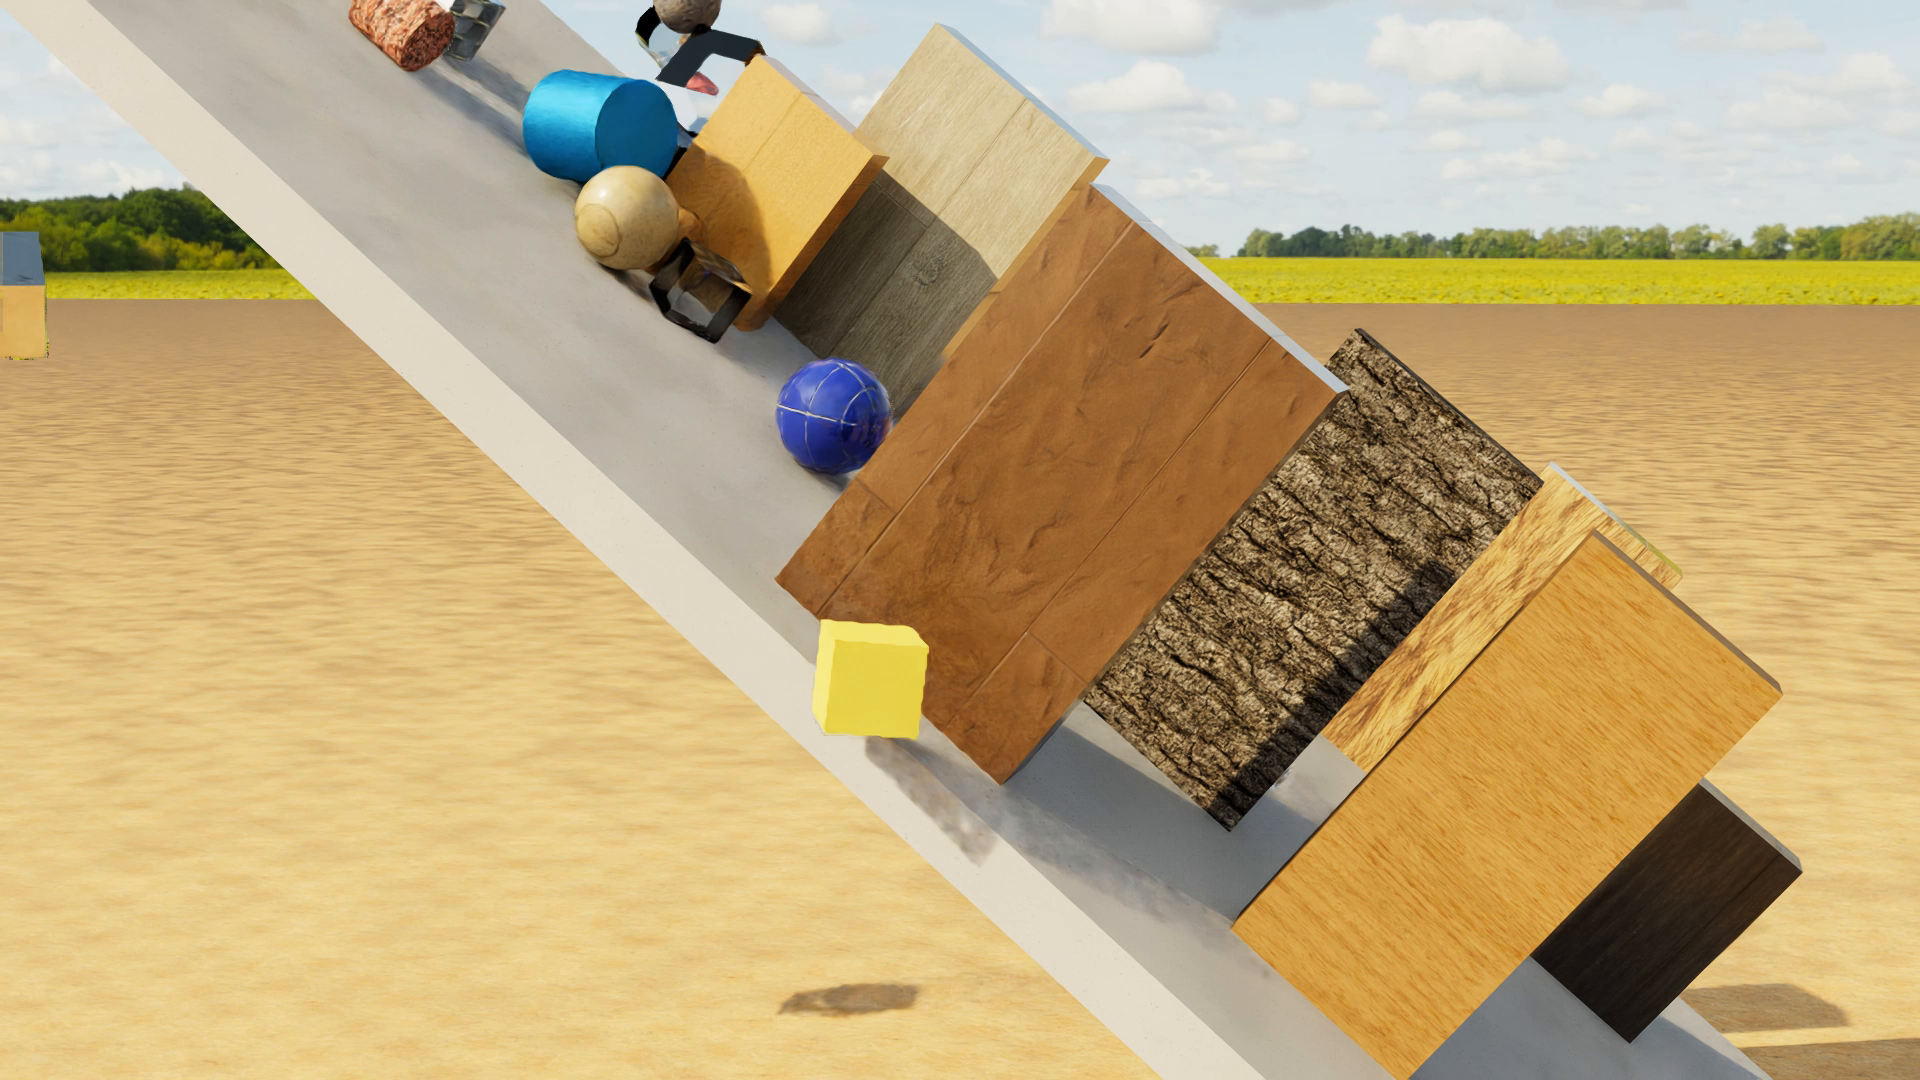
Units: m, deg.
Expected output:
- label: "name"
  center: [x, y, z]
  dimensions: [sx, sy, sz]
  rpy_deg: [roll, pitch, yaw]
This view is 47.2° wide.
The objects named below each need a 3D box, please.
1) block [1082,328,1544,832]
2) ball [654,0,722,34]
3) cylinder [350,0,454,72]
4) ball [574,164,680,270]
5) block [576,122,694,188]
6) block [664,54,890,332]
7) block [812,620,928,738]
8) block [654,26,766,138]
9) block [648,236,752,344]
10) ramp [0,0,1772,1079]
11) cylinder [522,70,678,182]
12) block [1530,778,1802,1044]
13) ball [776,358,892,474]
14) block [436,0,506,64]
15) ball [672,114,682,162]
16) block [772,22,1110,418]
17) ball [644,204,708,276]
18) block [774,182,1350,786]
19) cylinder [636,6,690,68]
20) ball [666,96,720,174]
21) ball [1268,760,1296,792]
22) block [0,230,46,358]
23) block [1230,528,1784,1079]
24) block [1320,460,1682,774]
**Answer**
- label: "block"
  center: [0.551, 0.071, 3.618]
  dimensions: [0.384, 0.766, 0.080]
  rpy_deg: [42, 16, 9]
- label: "ball"
  center: [-0.549, -1.090, 4.434]
  dimensions: [0.139, 0.139, 0.139]
  rpy_deg: [0, 7, 0]
- label: "cylinder"
  center: [-1.032, -0.961, 4.066]
  dimensions: [0.134, 0.134, 0.134]
  rpy_deg: [42, 17, 9]
- label: "ball"
  center: [-0.588, -0.568, 3.882]
  dimensions: [0.185, 0.185, 0.185]
  rpy_deg: [0, 7, 0]
- label: "block"
  center: [-0.634, -0.744, 4.268]
  dimensions: [0.178, 0.178, 0.178]
  rpy_deg: [48, 18, 26]
- label: "block"
  center: [-0.380, -0.651, 4.144]
  dimensions: [0.295, 0.419, 0.097]
  rpy_deg: [42, 16, 9]
- label: "block"
  center: [-0.122, 0.186, 2.955]
  dimensions: [0.125, 0.125, 0.125]
  rpy_deg: [5, 9, -12]
- label: "block"
  center: [-0.477, -0.897, 4.379]
  dimensions: [0.158, 0.158, 0.158]
  rpy_deg: [20, -26, 28]
- label: "block"
  center: [-0.467, -0.449, 3.956]
  dimensions: [0.117, 0.117, 0.117]
  rpy_deg: [27, 20, -36]
- label: "ramp"
  center: [0.001, 0.047, 4.040]
  dimensions: [4.000, 0.100, 2.000]
  rpy_deg: [42, 16, 9]
- label: "cylinder"
  center: [-0.662, -0.755, 4.048]
  dimensions: [0.200, 0.200, 0.200]
  rpy_deg: [16, 15, 38]
- label: "block"
  center: [1.326, 0.685, 4.206]
  dimensions: [0.295, 0.465, 0.106]
  rpy_deg: [42, 16, 9]
- label: "ball"
  center: [-0.213, -0.209, 3.721]
  dimensions: [0.198, 0.198, 0.198]
  rpy_deg: [0, 7, 0]
- label: "block"
  center: [-1.015, -1.051, 4.335]
  dimensions: [0.138, 0.138, 0.138]
  rpy_deg: [45, 17, 21]
- label: "ball"
  center: [-0.650, -0.824, 4.468]
  dimensions: [0.170, 0.170, 0.170]
  rpy_deg: [0, 7, 0]
- label: "block"
  center: [-0.074, -0.619, 4.311]
  dimensions: [0.406, 0.650, 0.126]
  rpy_deg: [42, 16, 9]
- label: "ball"
  center: [-0.533, -0.547, 4.036]
  dimensions: [0.139, 0.139, 0.139]
  rpy_deg: [0, 7, 0]
- label: "block"
  center: [0.137, -0.077, 3.155]
  dimensions: [0.449, 0.740, 0.132]
  rpy_deg: [42, 16, 9]
- label: "cylinder"
  center: [-0.617, -1.066, 4.688]
  dimensions: [0.112, 0.112, 0.112]
  rpy_deg: [2, -13, 16]
- label: "ball"
  center: [-0.567, -0.853, 4.696]
  dimensions: [0.187, 0.187, 0.187]
  rpy_deg: [0, 7, 0]
- label: "ball"
  center: [0.513, 0.370, 3.848]
  dimensions: [0.148, 0.148, 0.148]
  rpy_deg: [0, 7, 0]
- label: "block"
  center: [-1.974, -0.503, 4.492]
  dimensions: [0.183, 0.183, 0.183]
  rpy_deg: [-4, 45, -25]
- label: "block"
  center: [0.785, 0.394, 3.214]
  dimensions: [0.337, 0.793, 0.099]
  rpy_deg: [42, 16, 9]
- label: "block"
  center: [1.090, 0.223, 4.481]
  dimensions: [0.337, 0.715, 0.126]
  rpy_deg: [42, 16, 9]
